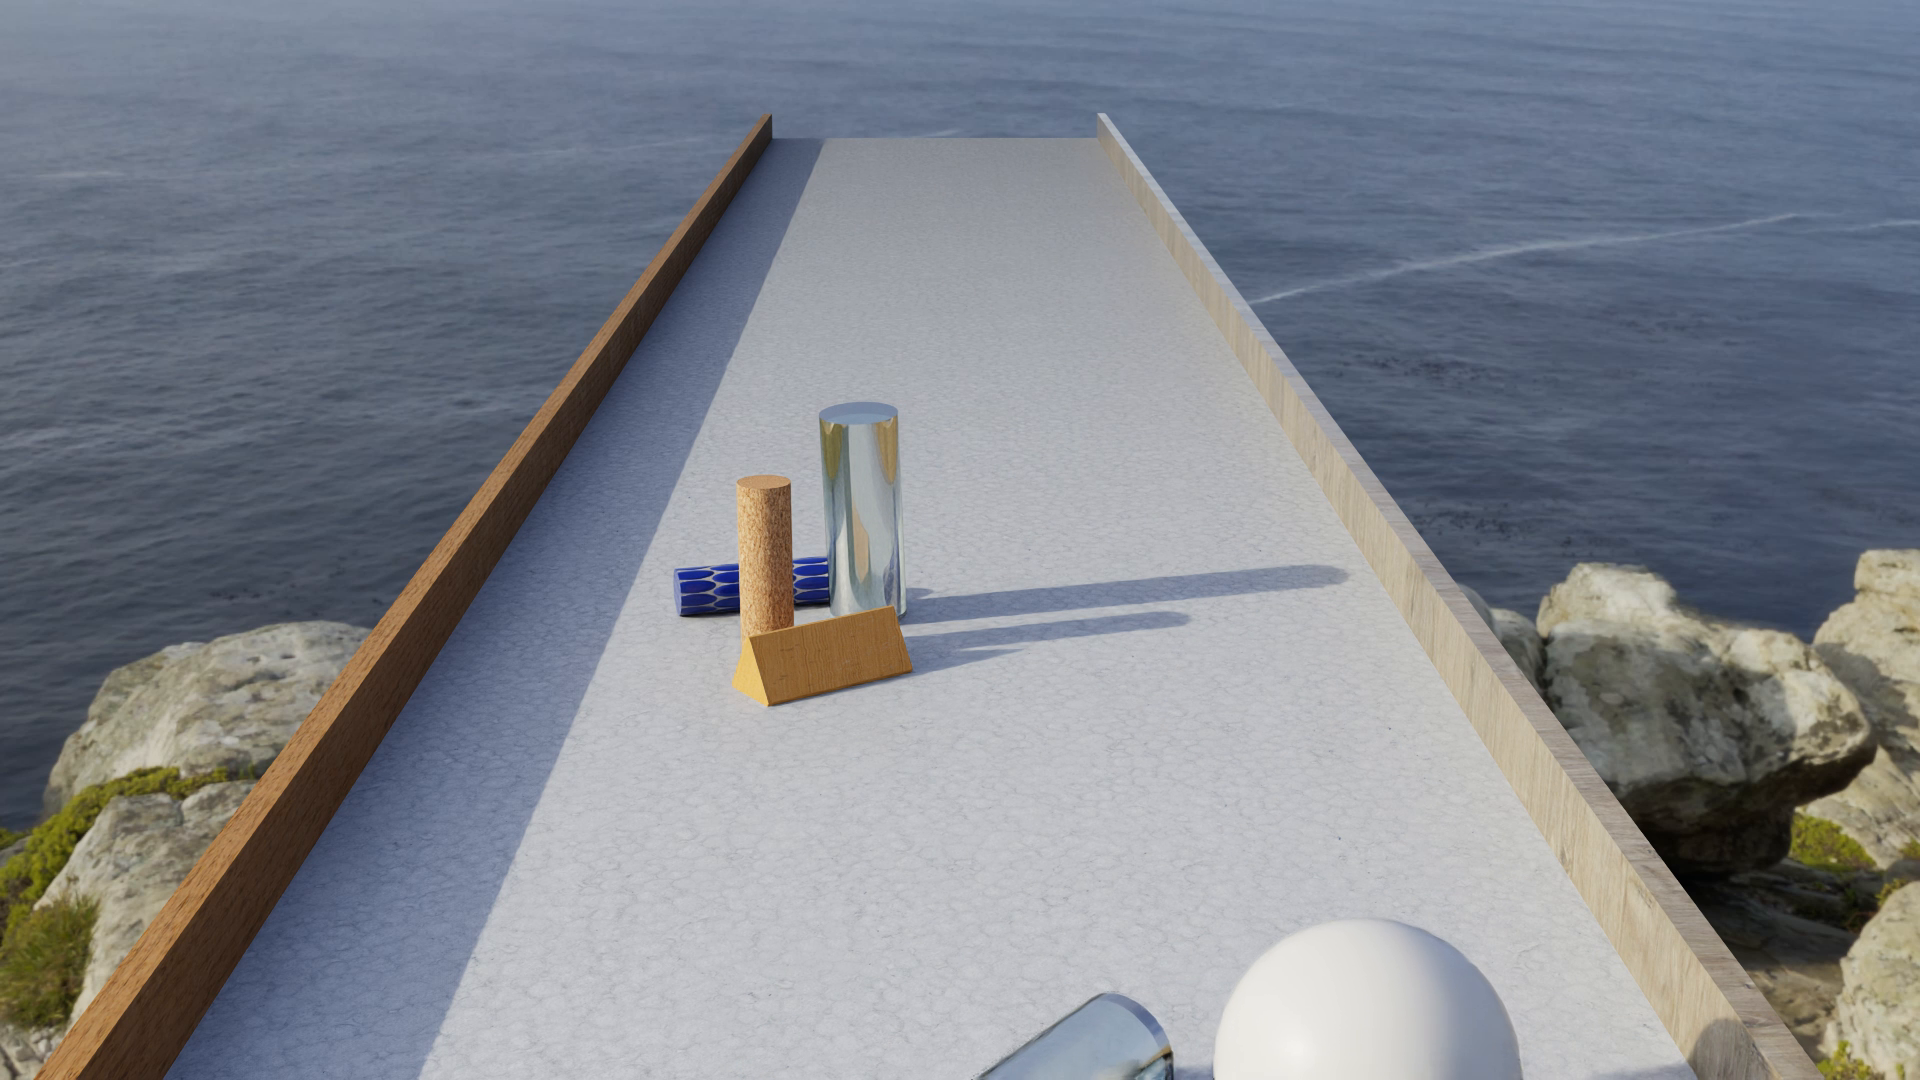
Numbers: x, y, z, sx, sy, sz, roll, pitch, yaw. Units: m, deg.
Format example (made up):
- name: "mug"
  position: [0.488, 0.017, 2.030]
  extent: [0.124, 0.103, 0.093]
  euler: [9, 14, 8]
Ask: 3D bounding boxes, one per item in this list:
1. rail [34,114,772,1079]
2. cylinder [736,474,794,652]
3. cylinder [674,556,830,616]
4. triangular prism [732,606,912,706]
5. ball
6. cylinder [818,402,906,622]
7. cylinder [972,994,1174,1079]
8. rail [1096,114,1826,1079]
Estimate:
- name: "rail"
  position: [-1.118, -0.838, 7.780]
  extent: [0.050, 0.150, 12.000]
  euler: [0, 17, -1]
- name: "cylinder"
  position: [-0.385, 0.063, 4.365]
  extent: [0.106, 0.370, 0.106]
  euler: [0, 17, 0]
- name: "cylinder"
  position: [-0.442, 0.097, 4.723]
  extent: [0.333, 0.101, 0.101]
  euler: [-5, 17, -16]
- name: "triangular prism"
  position: [-0.268, 0.213, 4.290]
  extent: [0.330, 0.118, 0.137]
  euler: [-11, 20, -34]
- name: "ball"
  position: [0.470, 0.614, 2.545]
  extent: [0.352, 0.352, 0.352]
  euler: [0, 17, 0]
- name: "cylinder"
  position: [-0.202, -0.053, 4.605]
  extent: [0.164, 0.445, 0.164]
  euler: [-2, 20, 1]
- name: "cylinder"
  position: [0.070, 0.697, 2.612]
  extent: [0.154, 0.154, 0.449]
  euler: [12, 20, 35]
- name: "rail"
  position: [0.932, -0.844, 7.801]
  extent: [0.050, 0.150, 12.000]
  euler: [0, 17, -1]
